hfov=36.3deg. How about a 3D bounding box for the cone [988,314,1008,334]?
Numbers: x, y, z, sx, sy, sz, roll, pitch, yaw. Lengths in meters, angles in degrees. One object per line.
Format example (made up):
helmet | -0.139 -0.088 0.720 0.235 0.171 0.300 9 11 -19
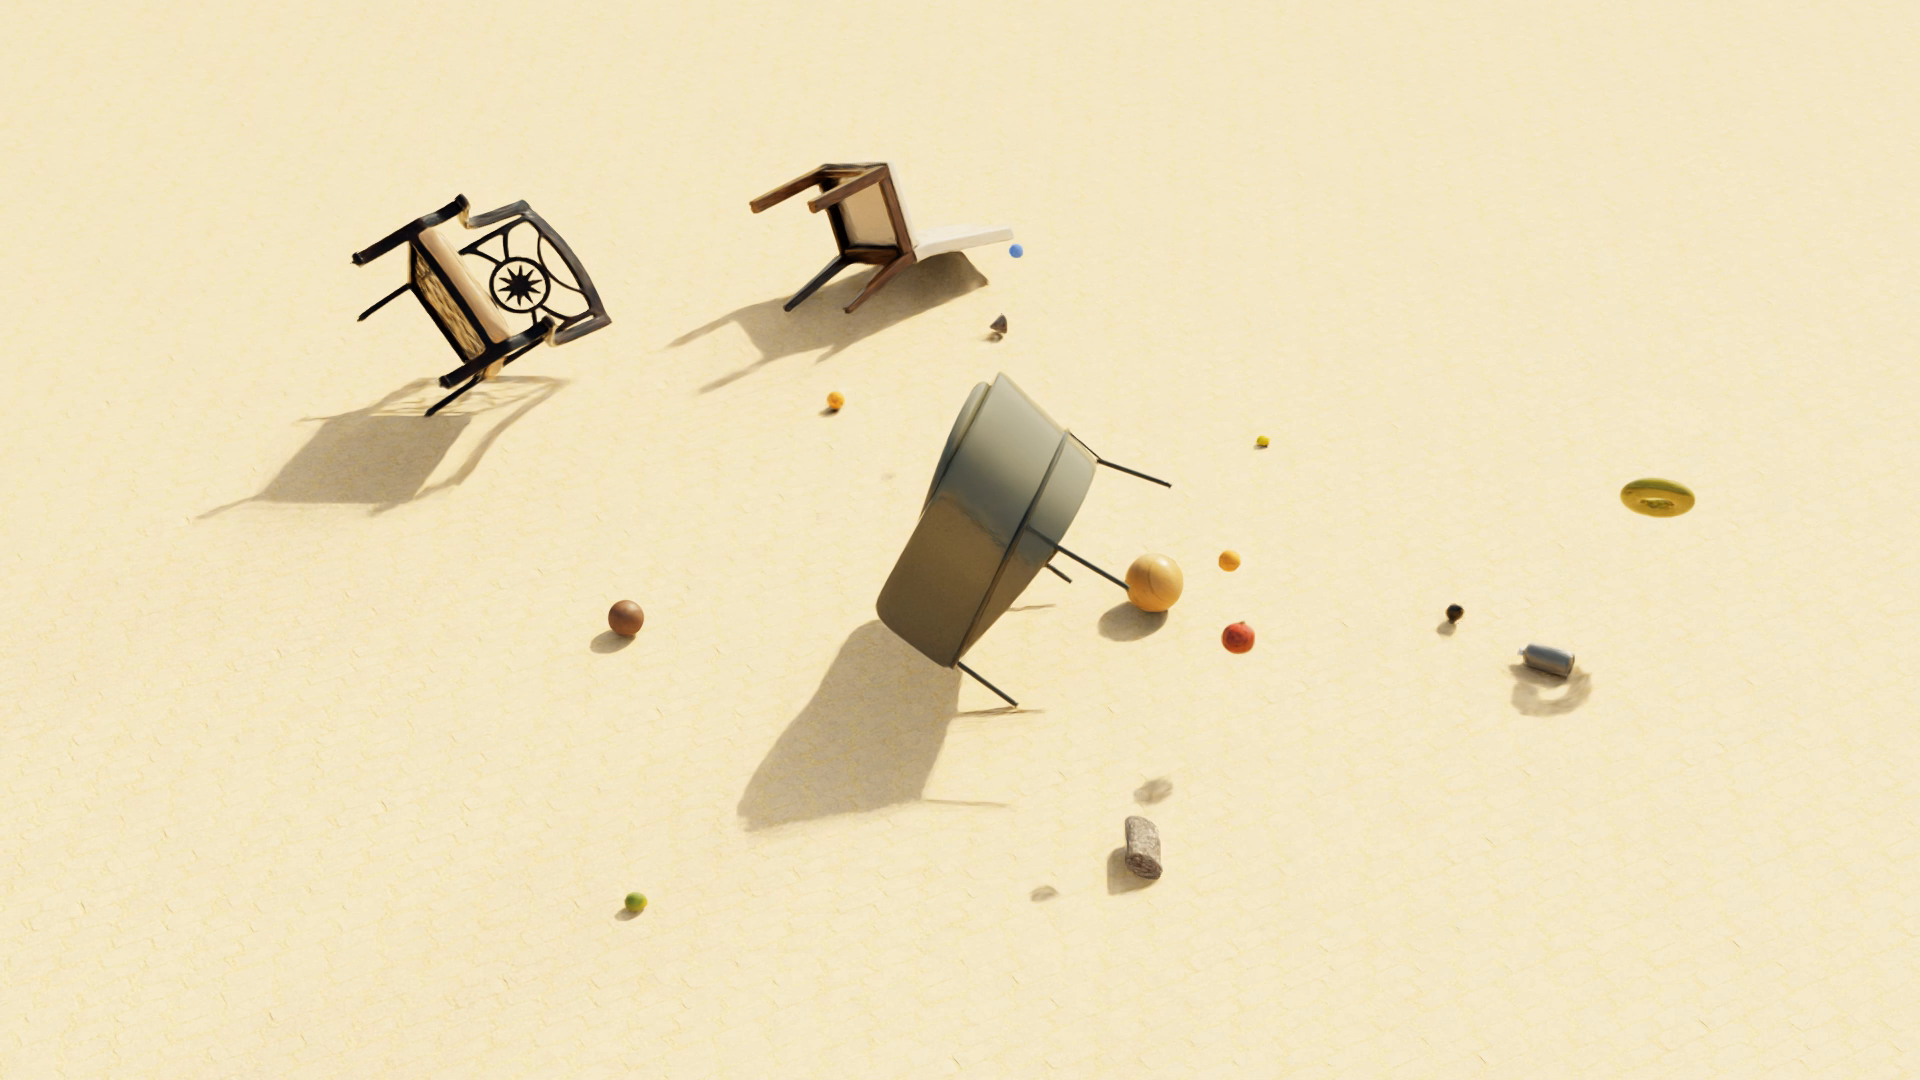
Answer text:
cone | 0.149 -0.893 12.216 0.071 0.097 0.079 -14 73 -21

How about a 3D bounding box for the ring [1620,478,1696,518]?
ring | 2.430 -0.148 10.211 0.266 0.252 0.068 -14 57 50

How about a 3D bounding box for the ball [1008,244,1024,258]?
ball | 0.219 -1.122 11.379 0.058 0.058 0.058 0 33 0

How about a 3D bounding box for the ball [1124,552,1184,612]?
ball | 0.696 0.153 10.518 0.214 0.214 0.214 0 33 0

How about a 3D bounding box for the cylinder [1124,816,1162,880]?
cylinder | 0.586 0.981 9.359 0.132 0.081 0.191 36 27 -21
